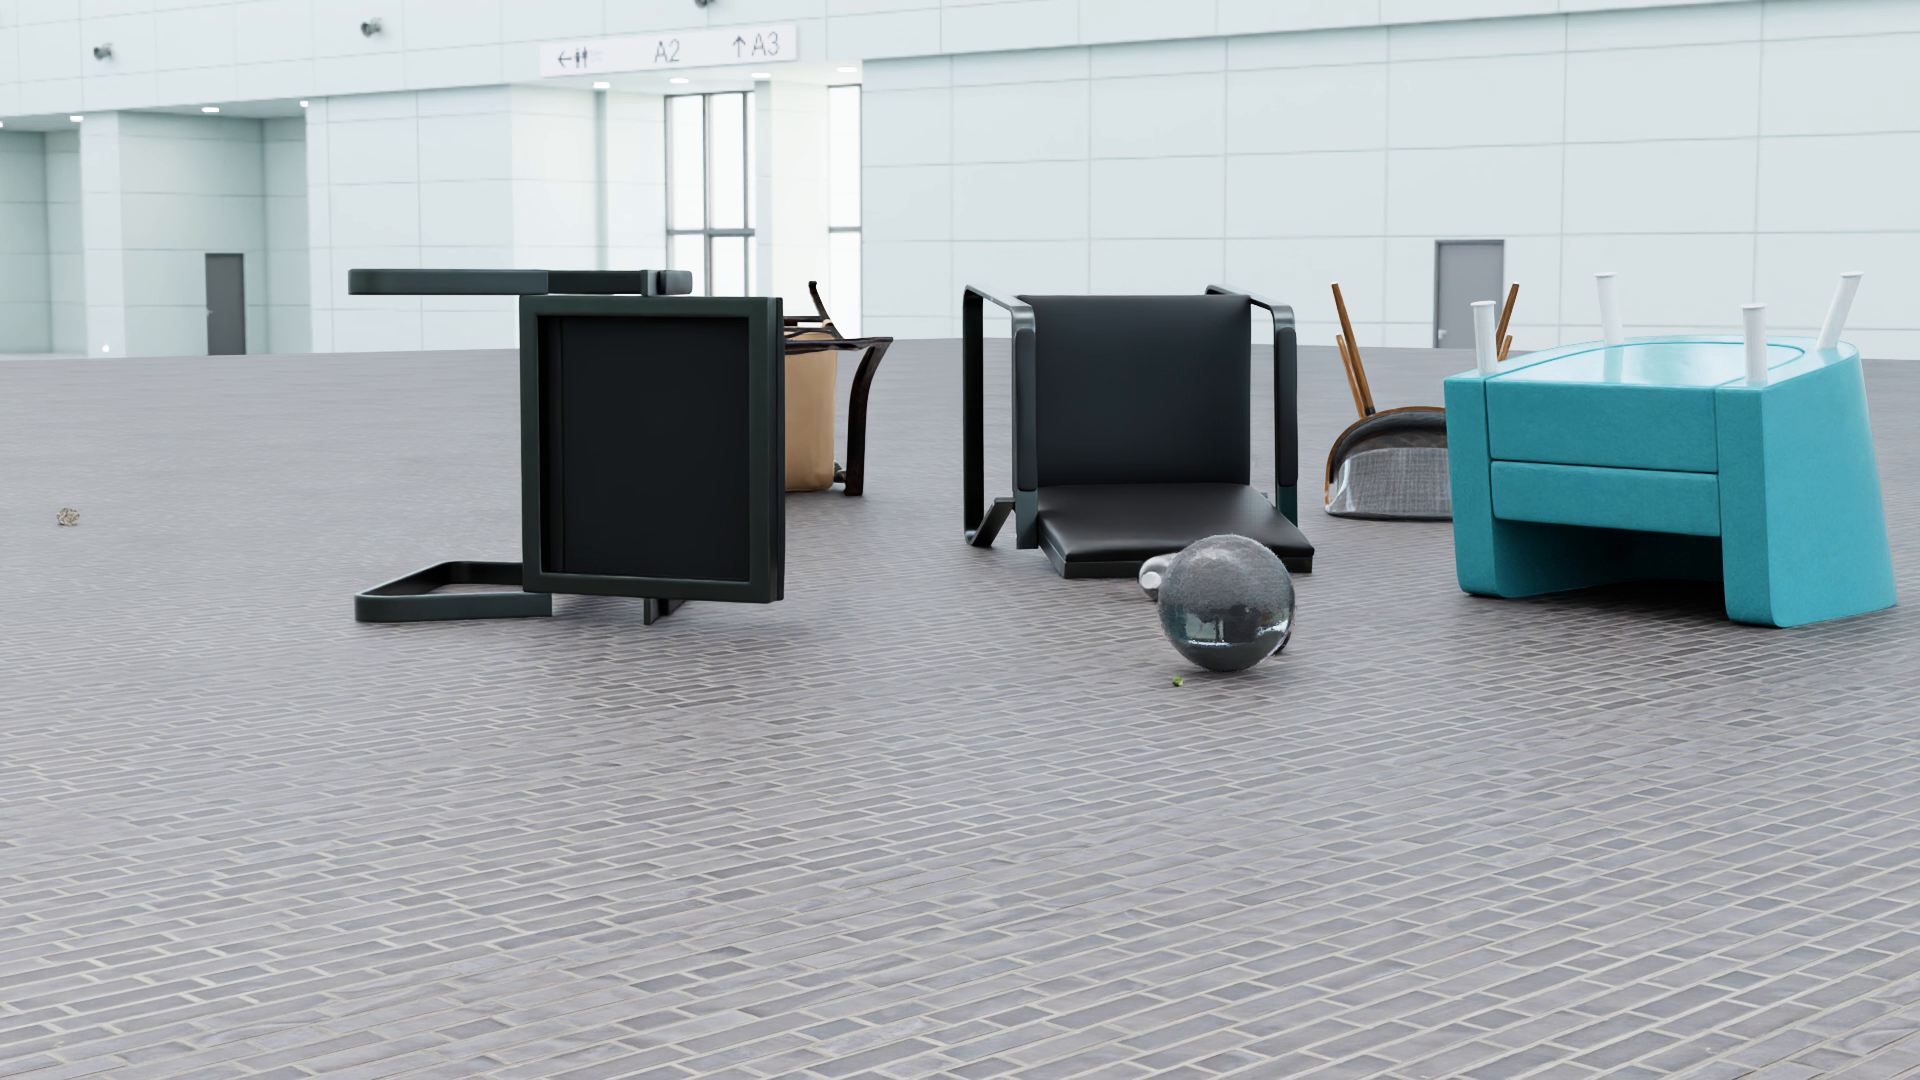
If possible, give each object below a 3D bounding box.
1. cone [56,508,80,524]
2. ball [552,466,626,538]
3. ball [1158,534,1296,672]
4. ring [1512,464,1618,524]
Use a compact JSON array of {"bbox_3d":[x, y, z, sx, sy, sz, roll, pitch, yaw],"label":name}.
[{"bbox_3d":[-2.386,-0.054,6.833,0.062,0.047,0.063,-7,-11,-39],"label":"cone"},{"bbox_3d":[-0.934,-0.095,6.456,0.182,0.182,0.182,0,6,0],"label":"ball"},{"bbox_3d":[0.444,0.105,4.275,0.229,0.229,0.229,0,6,0],"label":"ball"},{"bbox_3d":[1.635,-0.125,6.935,0.284,0.144,0.259,7,11,42],"label":"ring"}]
